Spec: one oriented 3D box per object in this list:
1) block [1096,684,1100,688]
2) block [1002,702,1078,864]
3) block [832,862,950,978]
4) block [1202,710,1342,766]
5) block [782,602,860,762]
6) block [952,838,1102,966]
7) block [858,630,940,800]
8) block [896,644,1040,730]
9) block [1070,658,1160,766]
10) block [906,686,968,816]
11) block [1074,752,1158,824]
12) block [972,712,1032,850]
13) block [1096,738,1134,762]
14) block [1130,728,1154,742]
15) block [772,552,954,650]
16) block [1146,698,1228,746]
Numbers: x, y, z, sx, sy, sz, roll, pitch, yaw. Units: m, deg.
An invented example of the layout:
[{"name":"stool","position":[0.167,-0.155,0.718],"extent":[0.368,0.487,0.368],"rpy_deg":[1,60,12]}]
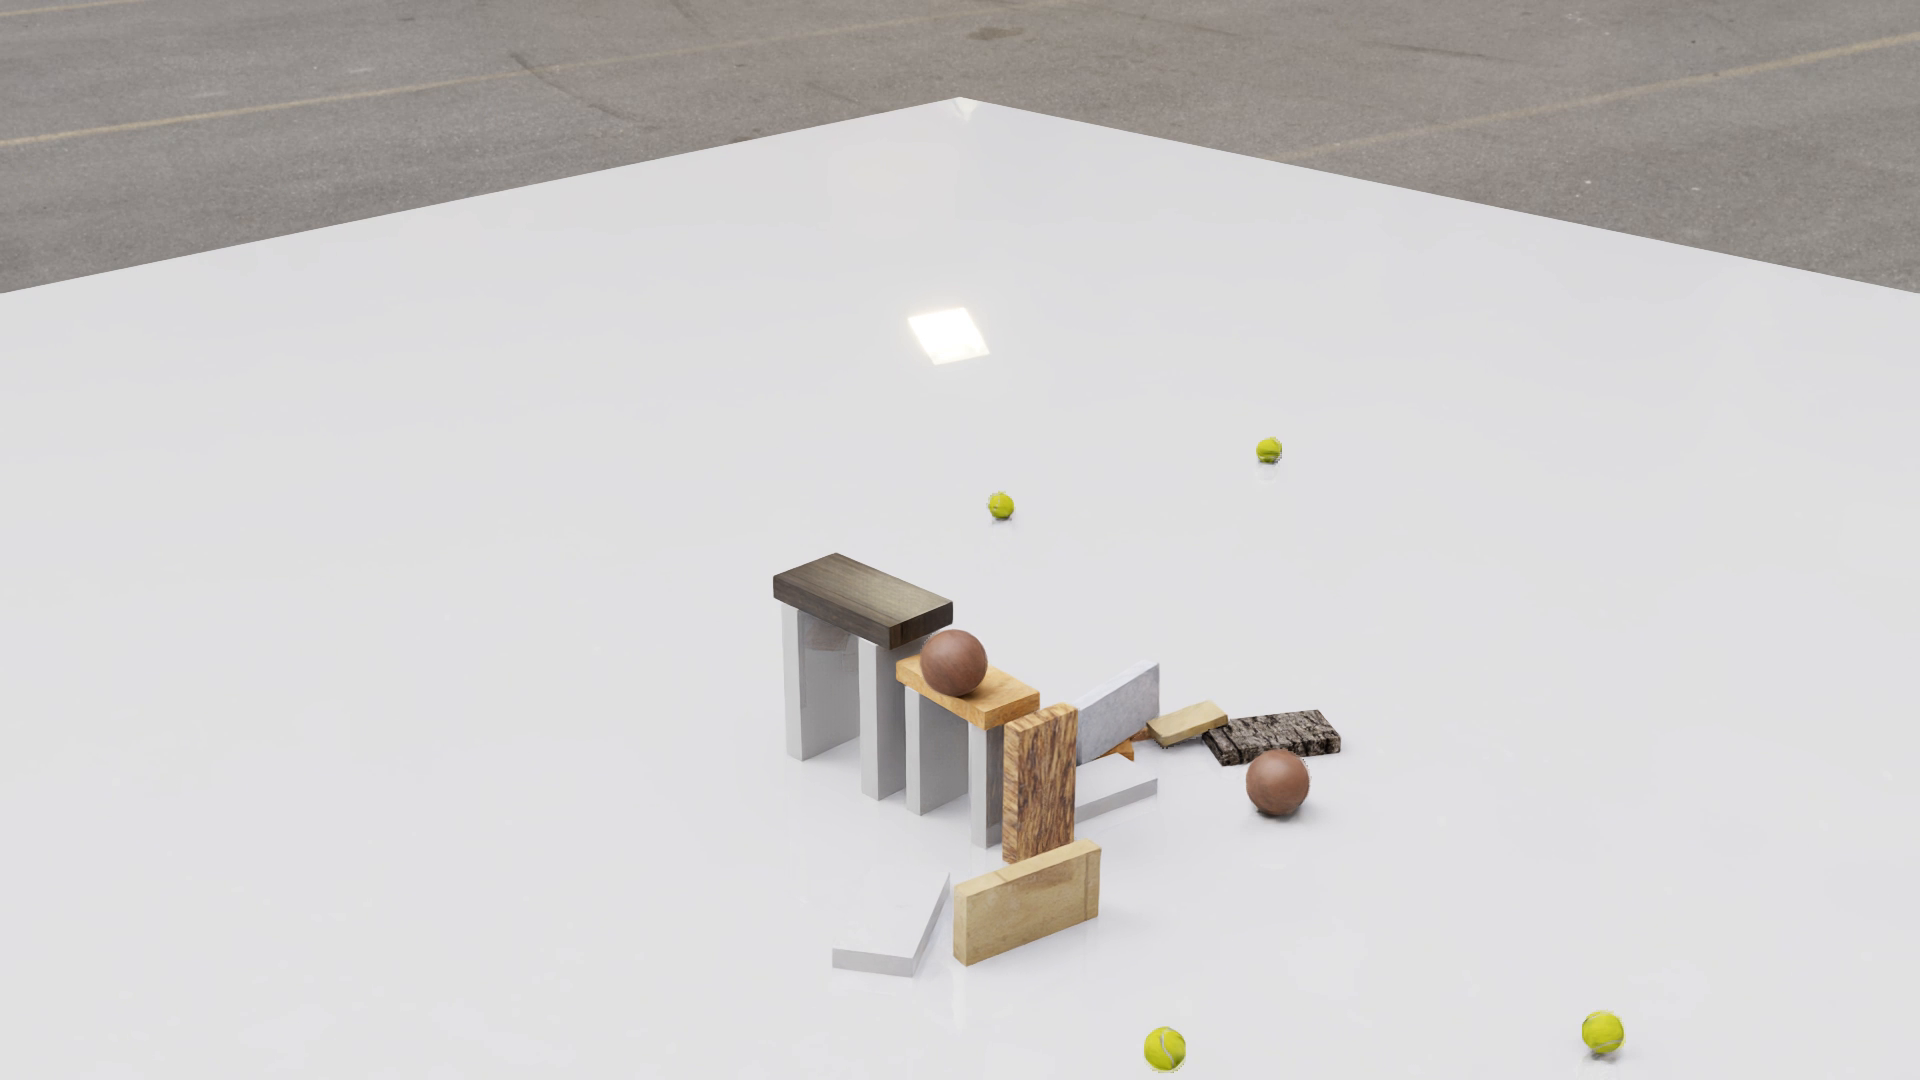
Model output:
[{"name":"block","position":[0.302,0.359,4.865],"extent":[0.046,0.013,0.092],"rpy_deg":[-39,22,10]},{"name":"block","position":[0.154,0.474,4.260],"extent":[0.149,0.299,0.042],"rpy_deg":[-18,29,-36]},{"name":"block","position":[-0.124,0.698,4.061],"extent":[0.149,0.042,0.299],"rpy_deg":[5,23,12]},{"name":"block","position":[0.666,0.423,4.715],"extent":[0.266,0.038,0.133],"rpy_deg":[-5,24,-12]},{"name":"block","position":[-0.290,0.276,4.659],"extent":[0.050,0.353,0.176],"rpy_deg":[21,31,41]},{"name":"block","position":[0.123,0.659,4.014],"extent":[0.299,0.149,0.042],"rpy_deg":[-15,28,-31]},{"name":"block","position":[-0.123,0.341,4.505],"extent":[0.050,0.353,0.176],"rpy_deg":[21,31,41]},{"name":"block","position":[0.014,0.286,4.324],"extent":[0.139,0.039,0.278],"rpy_deg":[-17,29,-35]},{"name":"block","position":[0.327,0.366,4.670],"extent":[0.038,0.133,0.289],"rpy_deg":[15,27,36]},{"name":"block","position":[-0.045,0.406,4.449],"extent":[0.139,0.278,0.039],"rpy_deg":[-21,31,-41]},{"name":"block","position":[0.259,0.514,4.501],"extent":[0.265,0.038,0.133],"rpy_deg":[-15,27,-32]},{"name":"block","position":[0.086,0.457,4.328],"extent":[0.139,0.278,0.039],"rpy_deg":[-21,31,-41]},{"name":"block","position":[0.287,0.446,4.681],"extent":[0.156,0.022,0.078],"rpy_deg":[-2,23,-5]},{"name":"block","position":[0.379,0.392,4.809],"extent":[0.078,0.022,0.156],"rpy_deg":[-8,24,-19]},{"name":"block","position":[-0.201,0.122,4.506],"extent":[0.176,0.050,0.353],"rpy_deg":[-21,31,-41]},{"name":"block","position":[0.488,0.392,4.724],"extent":[0.156,0.022,0.078],"rpy_deg":[-18,28,-17]}]
